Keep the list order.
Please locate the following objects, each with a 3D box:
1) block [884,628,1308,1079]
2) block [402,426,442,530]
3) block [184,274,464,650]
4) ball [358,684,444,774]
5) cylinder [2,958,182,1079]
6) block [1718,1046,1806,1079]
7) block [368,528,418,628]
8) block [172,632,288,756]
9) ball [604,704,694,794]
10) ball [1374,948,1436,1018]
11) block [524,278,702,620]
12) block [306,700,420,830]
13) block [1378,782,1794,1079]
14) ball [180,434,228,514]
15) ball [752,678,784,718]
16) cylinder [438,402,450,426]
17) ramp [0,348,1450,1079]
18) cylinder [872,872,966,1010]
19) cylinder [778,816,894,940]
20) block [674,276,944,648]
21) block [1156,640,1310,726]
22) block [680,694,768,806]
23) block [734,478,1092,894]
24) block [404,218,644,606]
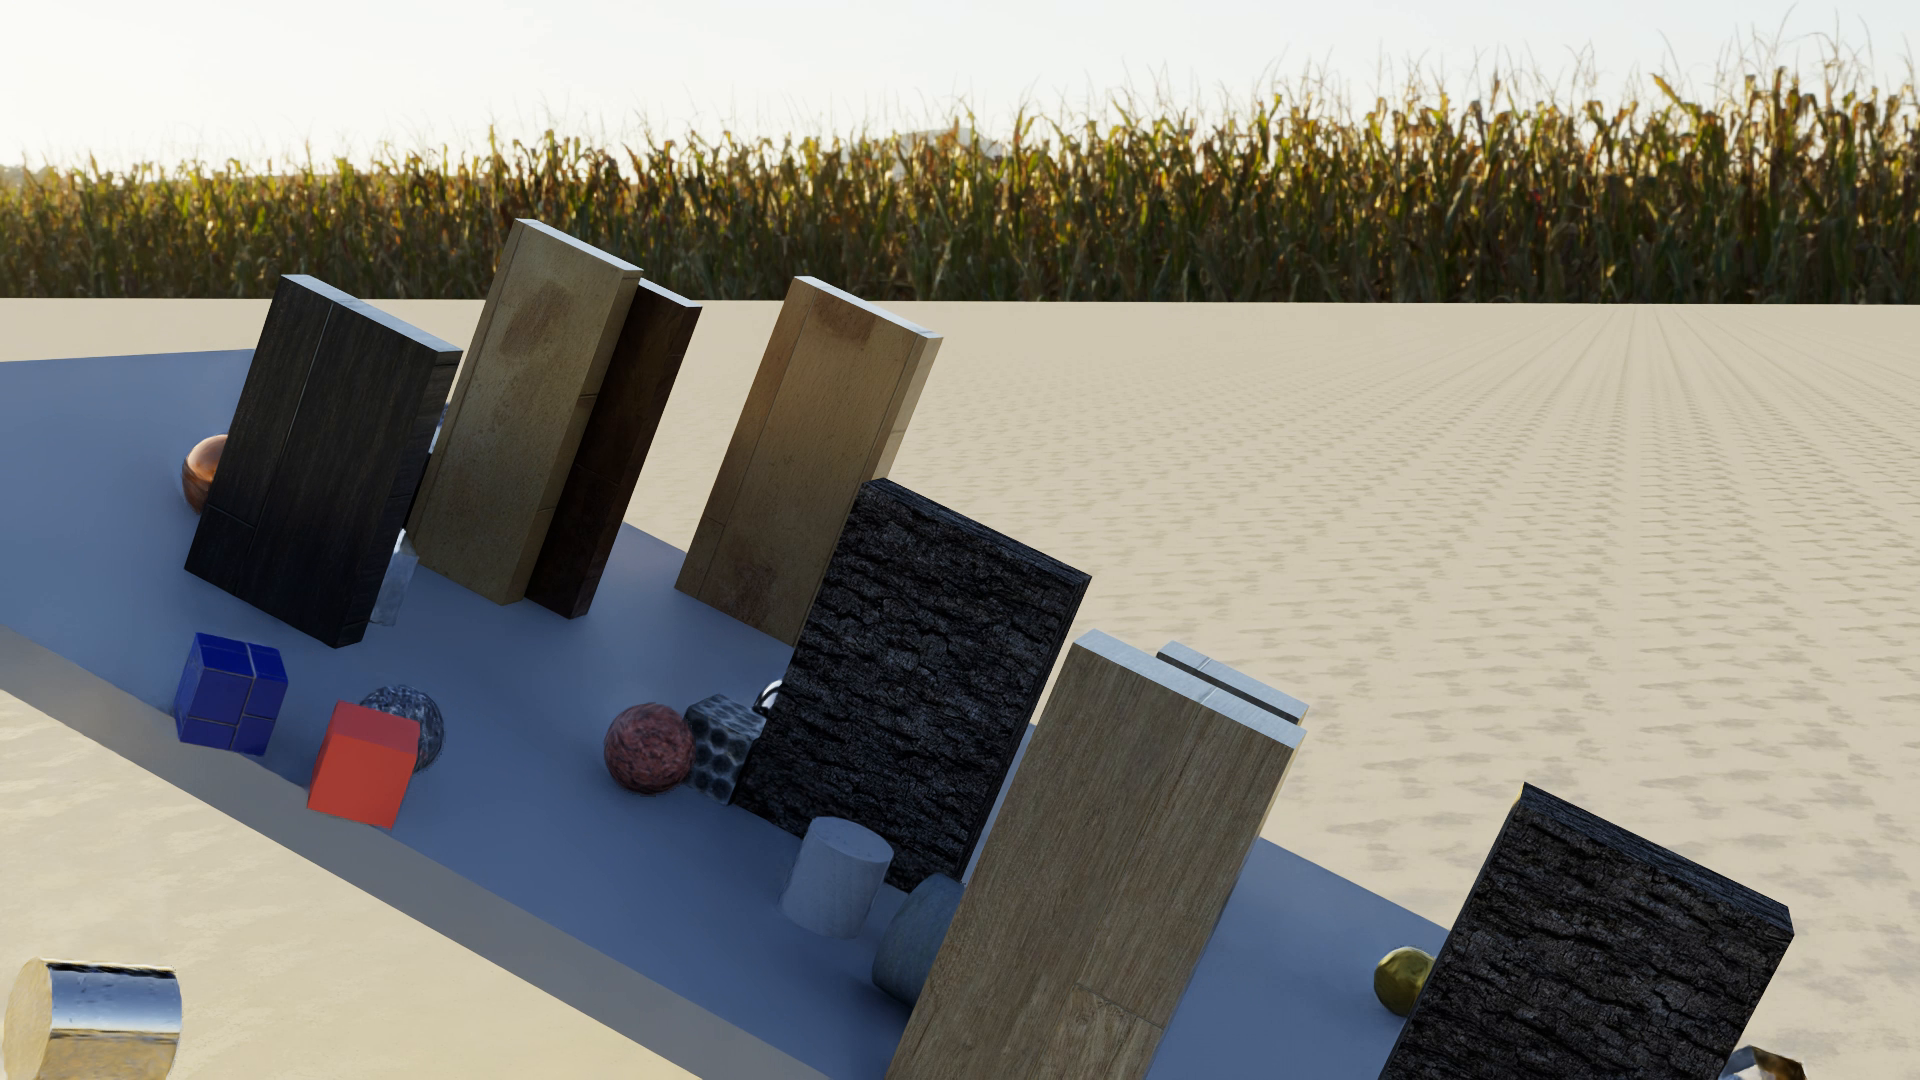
[{"bbox_3d":[0.181,0.526,3.088,0.329,0.723,0.123,26,13,13],"label":"block"},{"bbox_3d":[-1.105,-0.113,4.673,0.202,0.202,0.202,11,17,-41],"label":"block"},{"bbox_3d":[-1.134,-0.140,3.905,0.334,0.572,0.085,26,13,13],"label":"block"},{"bbox_3d":[-0.892,0.303,3.483,0.146,0.146,0.146,0,7,0],"label":"ball"},{"bbox_3d":[-1.186,0.665,3.007,0.175,0.175,0.175,14,-4,-40],"label":"cylinder"},{"bbox_3d":[1.418,1.055,3.968,0.195,0.195,0.195,24,-46,-39],"label":"block"},{"bbox_3d":[-1.118,0.055,4.102,0.146,0.146,0.146,15,15,-31],"label":"block"},{"bbox_3d":[-1.126,0.238,3.392,0.128,0.128,0.128,15,15,-29],"label":"block"},{"bbox_3d":[-0.539,0.362,3.811,0.157,0.157,0.157,0,7,0],"label":"ball"},{"bbox_3d":[0.864,0.852,4.234,0.134,0.134,0.134,0,7,0],"label":"ball"},{"bbox_3d":[-0.793,-0.217,4.510,0.301,0.696,0.081,26,13,13],"label":"block"},{"bbox_3d":[-0.906,0.341,3.345,0.128,0.128,0.128,18,14,-18],"label":"block"},{"bbox_3d":[0.884,0.778,3.292,0.415,0.704,0.148,26,13,13],"label":"block"},{"bbox_3d":[-1.418,-0.120,4.252,0.169,0.169,0.169,0,7,0],"label":"ball"},{"bbox_3d":[-0.309,0.348,4.195,0.182,0.182,0.182,0,7,0],"label":"ball"},{"bbox_3d":[-1.148,-0.185,4.907,0.195,0.195,0.195,-5,26,-33],"label":"cylinder"},{"bbox_3d":[-0.293,0.513,4.187,4.000,0.100,2.000,26,13,13],"label":"ramp"},{"bbox_3d":[0.005,0.658,3.425,0.203,0.203,0.203,28,18,23],"label":"cylinder"},{"bbox_3d":[-0.204,0.555,3.617,0.146,0.146,0.146,21,13,-5],"label":"cylinder"},{"bbox_3d":[-0.342,-0.170,4.923,0.337,0.762,0.112,26,13,13],"label":"block"},{"bbox_3d":[0.472,0.469,4.467,0.309,0.425,0.141,26,13,13],"label":"block"},{"bbox_3d":[-0.430,0.378,3.976,0.135,0.135,0.135,26,13,13],"label":"block"},{"bbox_3d":[-0.088,0.267,3.879,0.416,0.633,0.115,26,13,13],"label":"block"},{"bbox_3d":[-0.888,-0.254,4.422,0.257,0.731,0.085,26,13,13],"label":"block"}]
